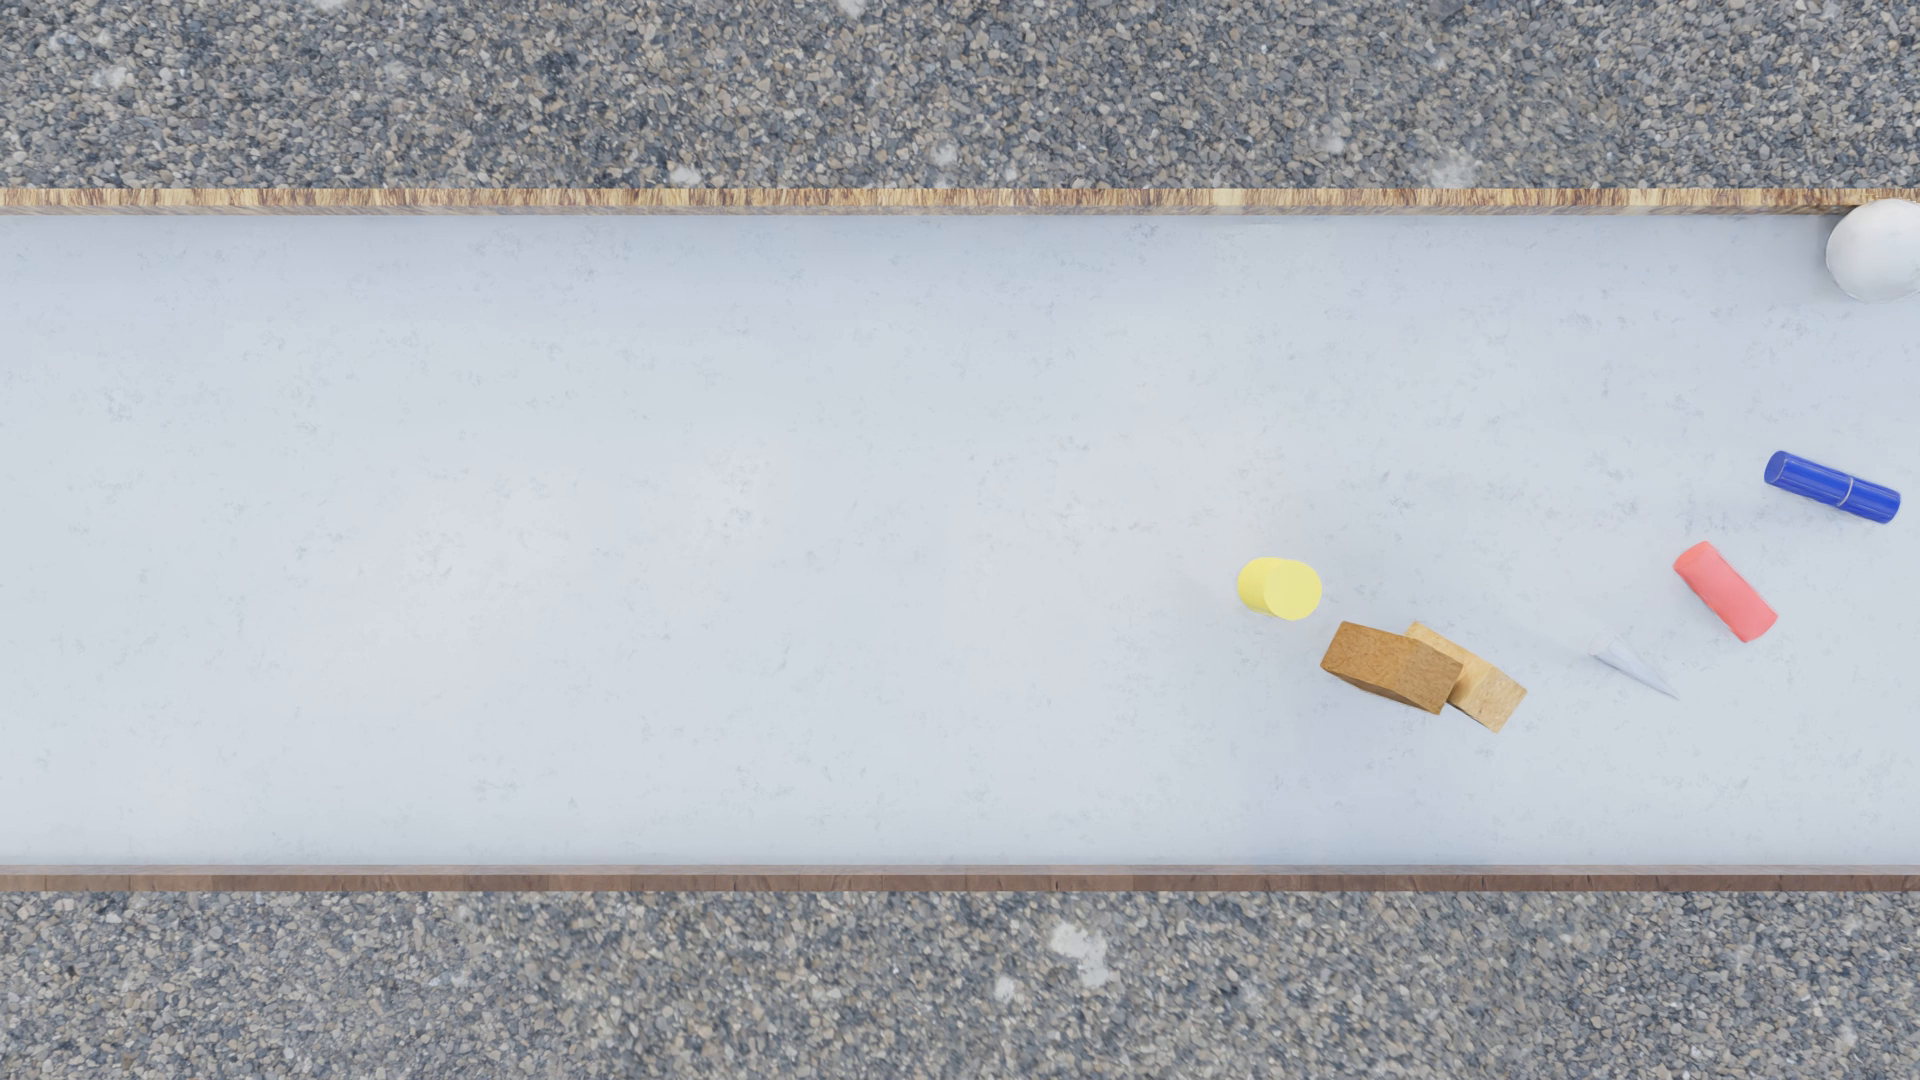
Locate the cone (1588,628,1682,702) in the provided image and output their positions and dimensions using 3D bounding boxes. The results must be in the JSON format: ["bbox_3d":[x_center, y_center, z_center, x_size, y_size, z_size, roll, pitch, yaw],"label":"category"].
[{"bbox_3d":[2.091,0.404,5.051,0.339,0.103,0.103,35,90,-9],"label":"cone"}]

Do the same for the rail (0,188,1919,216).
[{"bbox_3d":[-2.247,-1.025,5.002,12.000,0.150,0.050,0,90,0],"label":"rail"}]

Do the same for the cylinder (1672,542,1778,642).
[{"bbox_3d":[2.325,0.157,5.013,0.127,0.127,0.304,-44,90,0],"label":"cylinder"}]

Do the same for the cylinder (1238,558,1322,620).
[{"bbox_3d":[0.947,0.144,4.905,0.171,0.335,0.171,0,90,-3],"label":"cylinder"}]

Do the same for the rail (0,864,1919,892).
[{"bbox_3d":[-2.247,1.025,5.001,12.000,0.150,0.050,0,90,0],"label":"rail"}]

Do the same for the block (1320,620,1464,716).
[{"bbox_3d":[1.255,0.369,4.831,0.159,0.459,0.159,28,87,-15],"label":"block"}]

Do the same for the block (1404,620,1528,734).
[{"bbox_3d":[1.453,0.398,4.850,0.151,0.419,0.151,34,93,-22],"label":"block"}]

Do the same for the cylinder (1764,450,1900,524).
[{"bbox_3d":[2.654,-0.160,5.022,0.370,0.109,0.109,20,90,0],"label":"cylinder"}]

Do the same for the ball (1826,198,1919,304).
[{"bbox_3d":[2.735,-0.854,4.882,0.305,0.305,0.305,0,90,0],"label":"ball"}]
